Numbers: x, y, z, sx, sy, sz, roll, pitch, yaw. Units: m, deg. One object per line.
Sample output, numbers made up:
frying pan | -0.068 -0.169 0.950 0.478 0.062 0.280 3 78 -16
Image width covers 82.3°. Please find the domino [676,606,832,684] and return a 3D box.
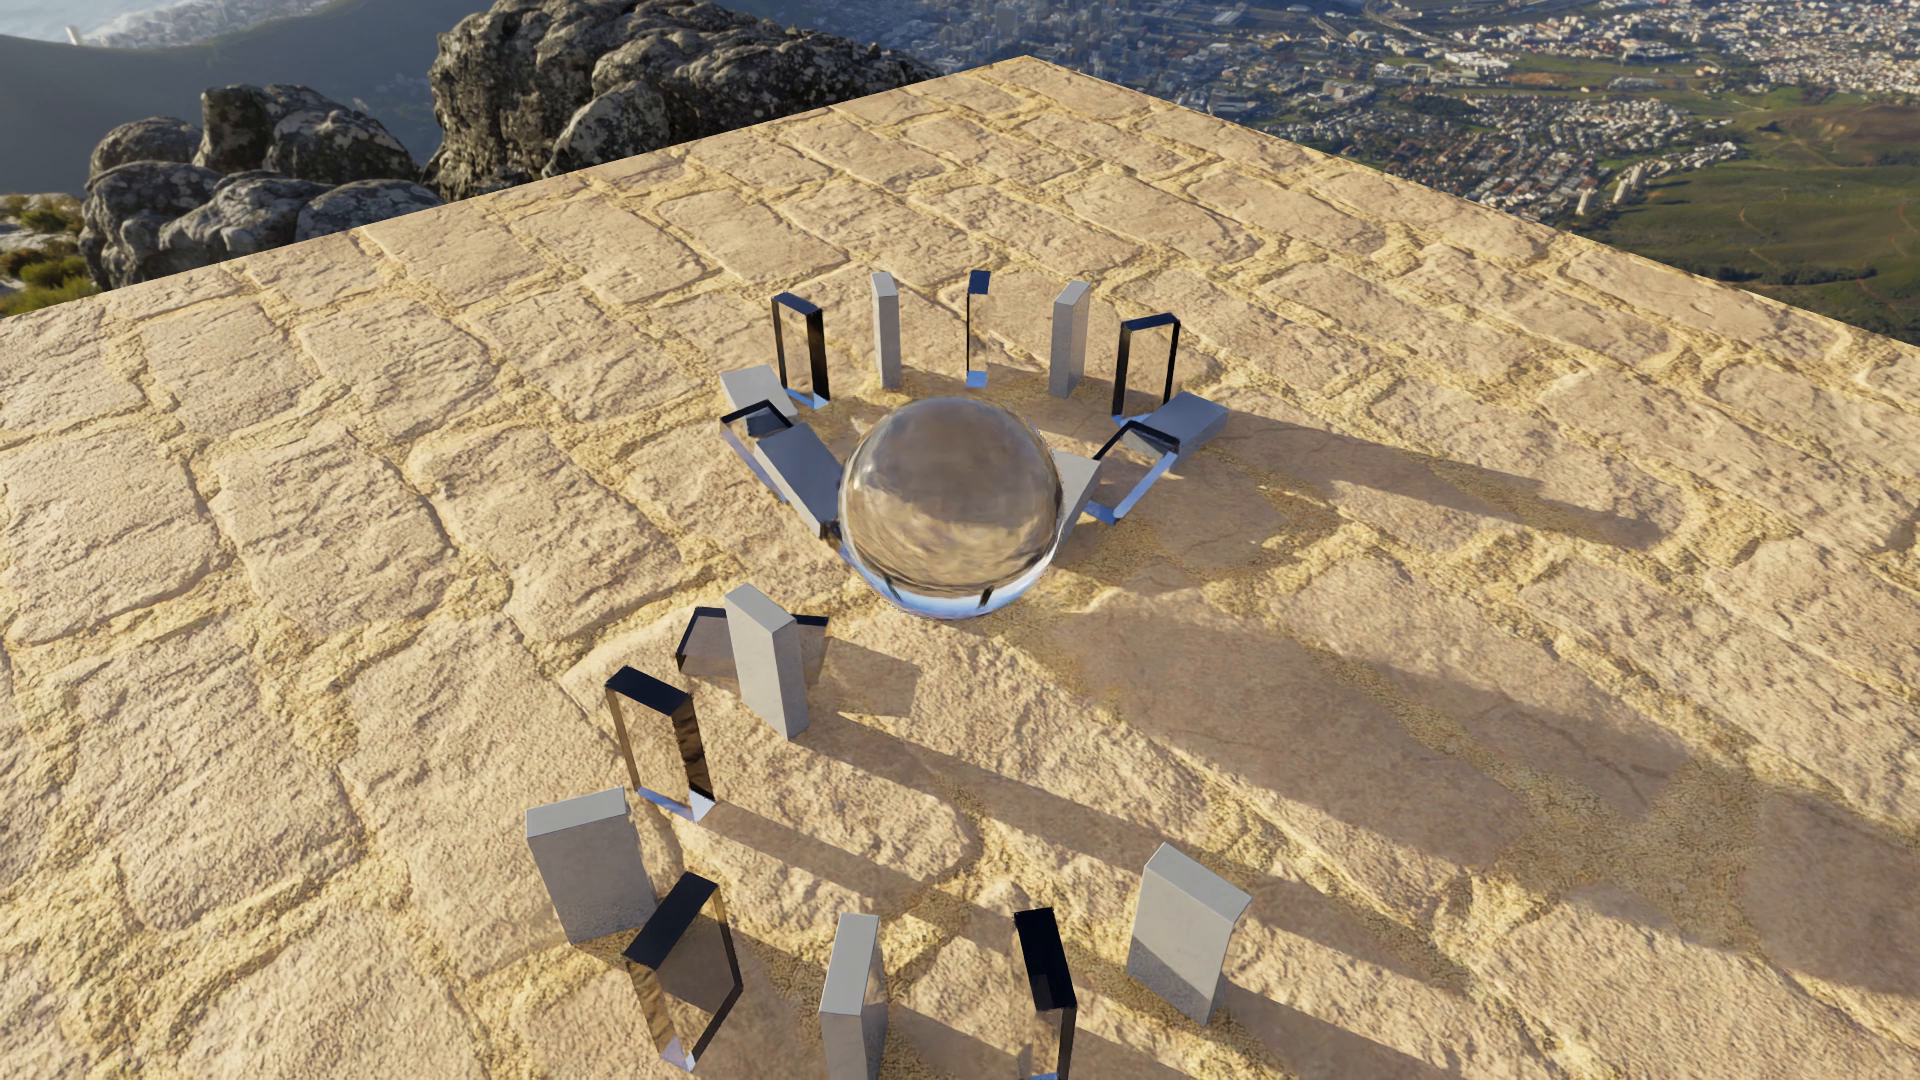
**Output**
domino | -0.074 0.038 0.397 0.050 0.010 0.025 4 40 5

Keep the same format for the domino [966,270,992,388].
domino | 0.009 -0.103 0.537 0.009 0.050 0.025 3 39 4

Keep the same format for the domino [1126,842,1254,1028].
domino | 0.058 0.103 0.286 0.025 0.050 0.010 28 47 30

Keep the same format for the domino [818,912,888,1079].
domino | -0.025 0.117 0.269 0.010 0.050 0.025 4 40 5

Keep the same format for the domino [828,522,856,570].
domino | -0.028 0.006 0.436 0.025 0.010 0.050 -27 47 -29

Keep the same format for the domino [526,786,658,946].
domino | -0.100 0.090 0.302 0.025 0.050 0.010 -12 41 -14

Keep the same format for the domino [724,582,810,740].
domino | -0.063 0.040 0.362 0.025 0.050 0.009 32 49 33

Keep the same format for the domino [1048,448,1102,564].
domino | 0.037 -0.015 0.452 0.025 0.010 0.050 17 55 24

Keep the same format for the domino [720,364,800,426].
domino | -0.096 -0.066 0.524 0.025 0.010 0.050 -15 42 -18

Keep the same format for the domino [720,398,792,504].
domino | -0.082 -0.040 0.484 0.025 0.010 0.050 -28 59 -29

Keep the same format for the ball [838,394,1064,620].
ball | -0.003 -0.012 0.389 0.080 0.080 0.080 0 39 0

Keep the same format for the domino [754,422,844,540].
domino | -0.062 -0.026 0.463 0.025 0.010 0.050 -27 64 -29

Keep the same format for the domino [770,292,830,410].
domino | -0.075 -0.090 0.521 0.025 0.050 0.010 31 48 32

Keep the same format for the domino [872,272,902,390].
domino | -0.036 -0.102 0.535 0.009 0.050 0.025 -7 40 -9

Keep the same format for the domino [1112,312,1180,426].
domino | 0.085 -0.078 0.507 0.025 0.050 0.010 -14 41 -17

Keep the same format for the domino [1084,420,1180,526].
domino | 0.070 -0.030 0.472 0.025 0.010 0.050 28 58 30

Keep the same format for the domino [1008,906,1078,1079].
domino | 0.020 0.116 0.270 0.009 0.050 0.025 -6 40 -7

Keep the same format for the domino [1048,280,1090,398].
domino | 0.053 -0.096 0.529 0.009 0.050 0.025 16 42 19

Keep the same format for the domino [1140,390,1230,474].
domino | 0.099 -0.050 0.505 0.025 0.010 0.050 29 47 30

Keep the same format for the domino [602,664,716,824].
domino | -0.091 0.063 0.335 0.025 0.050 0.009 20 43 22

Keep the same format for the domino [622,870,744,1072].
domino | -0.069 0.110 0.278 0.010 0.050 0.025 16 42 19
